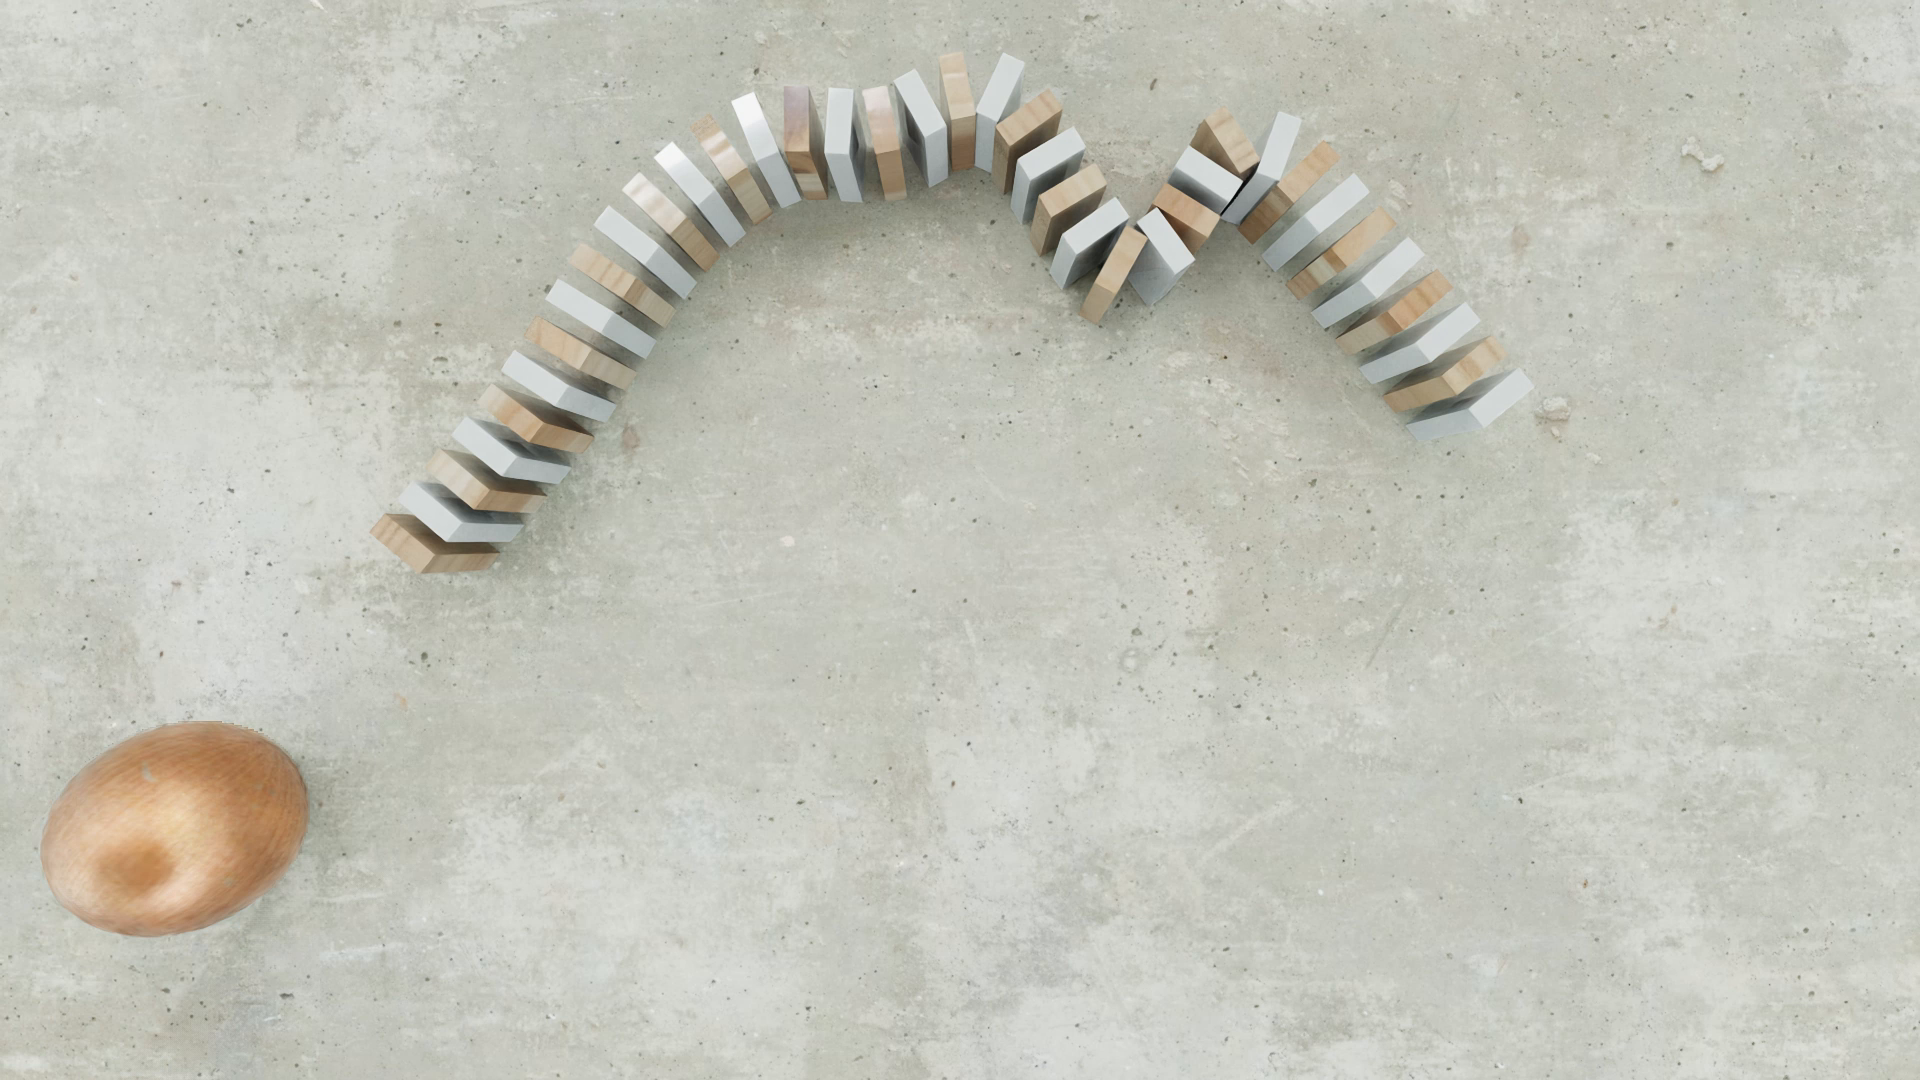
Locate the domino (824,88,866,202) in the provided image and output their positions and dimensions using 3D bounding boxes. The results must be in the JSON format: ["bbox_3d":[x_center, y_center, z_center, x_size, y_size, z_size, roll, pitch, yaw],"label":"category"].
[{"bbox_3d":[-0.046,-0.160,0.375,0.010,0.050,0.025,4,90,0],"label":"domino"}]

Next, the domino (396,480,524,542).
[{"bbox_3d":[-0.203,-0.011,0.375,0.025,0.050,0.010,40,90,0],"label":"domino"}]

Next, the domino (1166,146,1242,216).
[{"bbox_3d":[0.095,-0.140,0.375,0.025,0.050,0.010,33,90,0],"label":"domino"}]

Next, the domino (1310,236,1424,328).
[{"bbox_3d":[0.165,-0.104,0.375,0.025,0.050,0.010,-42,90,0],"label":"domino"}]

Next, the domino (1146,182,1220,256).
[{"bbox_3d":[0.087,-0.126,0.375,0.025,0.050,0.009,32,90,0],"label":"domino"}]

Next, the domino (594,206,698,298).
[{"bbox_3d":[-0.127,-0.116,0.375,0.025,0.050,0.010,38,90,0],"label":"domino"}]

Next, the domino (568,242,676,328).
[{"bbox_3d":[-0.137,-0.103,0.375,0.025,0.050,0.010,33,90,0],"label":"domino"}]

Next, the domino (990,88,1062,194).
[{"bbox_3d":[0.026,-0.162,0.375,0.025,0.050,0.009,-35,90,0],"label":"domino"}]

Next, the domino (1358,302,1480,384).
[{"bbox_3d":[0.186,-0.079,0.375,0.025,0.050,0.009,-40,90,0],"label":"domino"}]

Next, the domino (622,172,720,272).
[{"bbox_3d":[-0.117,-0.129,0.375,0.025,0.050,0.010,43,90,0],"label":"domino"}]

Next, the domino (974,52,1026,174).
[{"bbox_3d":[0.015,-0.173,0.375,0.010,0.050,0.025,25,90,0],"label":"domino"}]

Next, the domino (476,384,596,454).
[{"bbox_3d":[-0.172,-0.049,0.375,0.025,0.050,0.010,37,90,0],"label":"domino"}]

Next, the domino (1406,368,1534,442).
[{"bbox_3d":[0.207,-0.054,0.375,0.025,0.050,0.009,-39,90,0],"label":"domino"}]

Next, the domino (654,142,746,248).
[{"bbox_3d":[-0.105,-0.140,0.375,0.010,0.050,0.025,-42,90,0],"label":"domino"}]

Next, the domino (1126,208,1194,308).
[{"bbox_3d":[0.079,-0.114,0.375,0.009,0.050,0.025,-36,90,0],"label":"domino"}]

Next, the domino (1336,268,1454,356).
[{"bbox_3d":[0.176,-0.092,0.375,0.025,0.050,0.009,-40,90,0],"label":"domino"}]

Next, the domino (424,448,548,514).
[{"bbox_3d":[-0.192,-0.023,0.375,0.025,0.050,0.010,40,90,0],"label":"domino"}]

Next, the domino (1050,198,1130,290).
[{"bbox_3d":[0.052,-0.120,0.375,0.025,0.050,0.010,-35,90,0],"label":"domino"}]

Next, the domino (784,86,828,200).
[{"bbox_3d":[-0.063,-0.161,0.375,0.010,0.050,0.025,-1,90,0],"label":"domino"}]

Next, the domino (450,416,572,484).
[{"bbox_3d":[-0.182,-0.036,0.375,0.025,0.050,0.009,39,90,0],"label":"domino"}]

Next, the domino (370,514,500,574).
[{"bbox_3d":[-0.213,0.001,0.375,0.025,0.050,0.010,39,90,0],"label":"domino"}]

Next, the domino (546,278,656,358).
[{"bbox_3d":[-0.145,-0.089,0.375,0.025,0.050,0.010,31,90,0],"label":"domino"}]

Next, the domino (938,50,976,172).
[{"bbox_3d":[-0.001,-0.174,0.375,0.010,0.050,0.025,-12,90,0],"label":"domino"}]

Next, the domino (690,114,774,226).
[{"bbox_3d":[-0.092,-0.150,0.375,0.010,0.050,0.025,-35,90,0],"label":"domino"}]

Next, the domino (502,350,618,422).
[{"bbox_3d":[-0.162,-0.062,0.375,0.025,0.050,0.010,33,90,0],"label":"domino"}]

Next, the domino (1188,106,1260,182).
[{"bbox_3d":[0.104,-0.153,0.375,0.010,0.050,0.025,-33,90,0],"label":"domino"}]

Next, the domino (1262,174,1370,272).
[{"bbox_3d":[0.144,-0.129,0.375,0.025,0.050,0.009,-40,90,0],"label":"domino"}]

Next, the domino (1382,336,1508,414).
[{"bbox_3d":[0.197,-0.067,0.375,0.025,0.050,0.010,-39,90,0],"label":"domino"}]

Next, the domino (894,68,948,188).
[{"bbox_3d":[-0.015,-0.167,0.375,0.010,0.050,0.025,-29,90,0],"label":"domino"}]

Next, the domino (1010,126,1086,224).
[{"bbox_3d":[0.035,-0.148,0.375,0.025,0.050,0.010,-31,90,0],"label":"domino"}]

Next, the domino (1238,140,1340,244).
[{"bbox_3d":[0.133,-0.141,0.375,0.025,0.050,0.010,-44,90,0],"label":"domino"}]

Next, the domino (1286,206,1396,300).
[{"bbox_3d":[0.154,-0.116,0.375,0.025,0.050,0.009,-41,90,0],"label":"domino"}]

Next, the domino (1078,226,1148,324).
[{"bbox_3d":[0.062,-0.107,0.375,0.010,0.050,0.025,29,90,0],"label":"domino"}]

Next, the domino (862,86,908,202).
[{"bbox_3d":[-0.030,-0.161,0.375,0.009,0.050,0.025,-12,90,0],"label":"domino"}]

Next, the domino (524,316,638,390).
[{"bbox_3d":[-0.154,-0.076,0.375,0.025,0.050,0.010,31,90,0],"label":"domino"}]

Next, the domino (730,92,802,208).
[{"bbox_3d":[-0.078,-0.158,0.375,0.010,0.050,0.025,-23,90,0],"label":"domino"}]

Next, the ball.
[{"bbox_3d":[-0.305,0.113,0.360,0.080,0.080,0.080,0,90,0],"label":"ball"}]

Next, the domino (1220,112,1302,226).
[{"bbox_3d":[0.122,-0.151,0.375,0.010,0.050,0.025,20,90,0],"label":"domino"}]

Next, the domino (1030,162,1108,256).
[{"bbox_3d":[0.043,-0.134,0.375,0.025,0.050,0.010,-30,90,0],"label":"domino"}]
